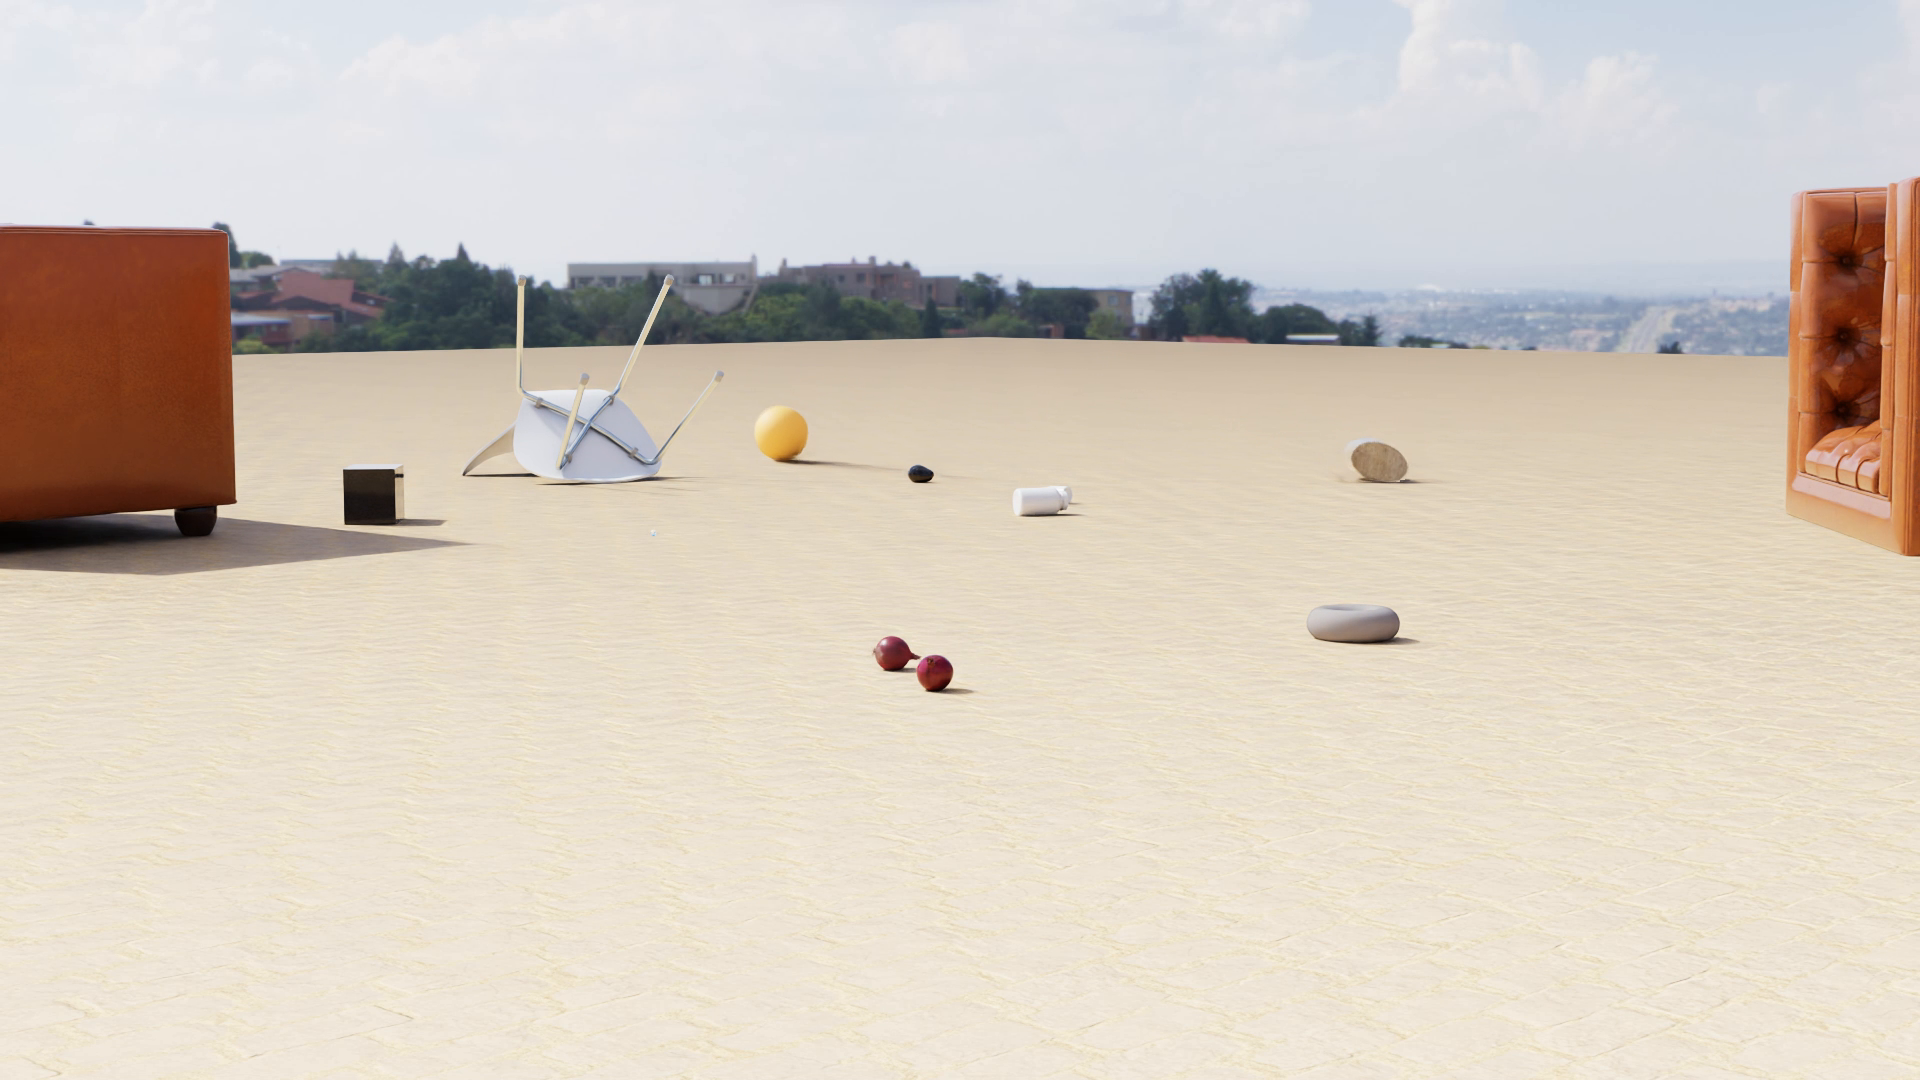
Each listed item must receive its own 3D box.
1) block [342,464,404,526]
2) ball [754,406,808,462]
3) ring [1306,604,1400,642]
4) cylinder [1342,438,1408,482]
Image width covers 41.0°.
[{"bbox_3d":[-1.571,-0.123,6.882,0.135,0.148,0.175,0,6,-5],"label":"block"},{"bbox_3d":[-0.636,-0.377,9.132,0.193,0.193,0.193,0,6,0],"label":"ball"},{"bbox_3d":[0.714,0.151,4.659,0.170,0.059,0.126,1,7,22],"label":"ring"},{"bbox_3d":[1.337,-0.256,8.265,0.186,0.122,0.180,18,6,-2],"label":"cylinder"}]
